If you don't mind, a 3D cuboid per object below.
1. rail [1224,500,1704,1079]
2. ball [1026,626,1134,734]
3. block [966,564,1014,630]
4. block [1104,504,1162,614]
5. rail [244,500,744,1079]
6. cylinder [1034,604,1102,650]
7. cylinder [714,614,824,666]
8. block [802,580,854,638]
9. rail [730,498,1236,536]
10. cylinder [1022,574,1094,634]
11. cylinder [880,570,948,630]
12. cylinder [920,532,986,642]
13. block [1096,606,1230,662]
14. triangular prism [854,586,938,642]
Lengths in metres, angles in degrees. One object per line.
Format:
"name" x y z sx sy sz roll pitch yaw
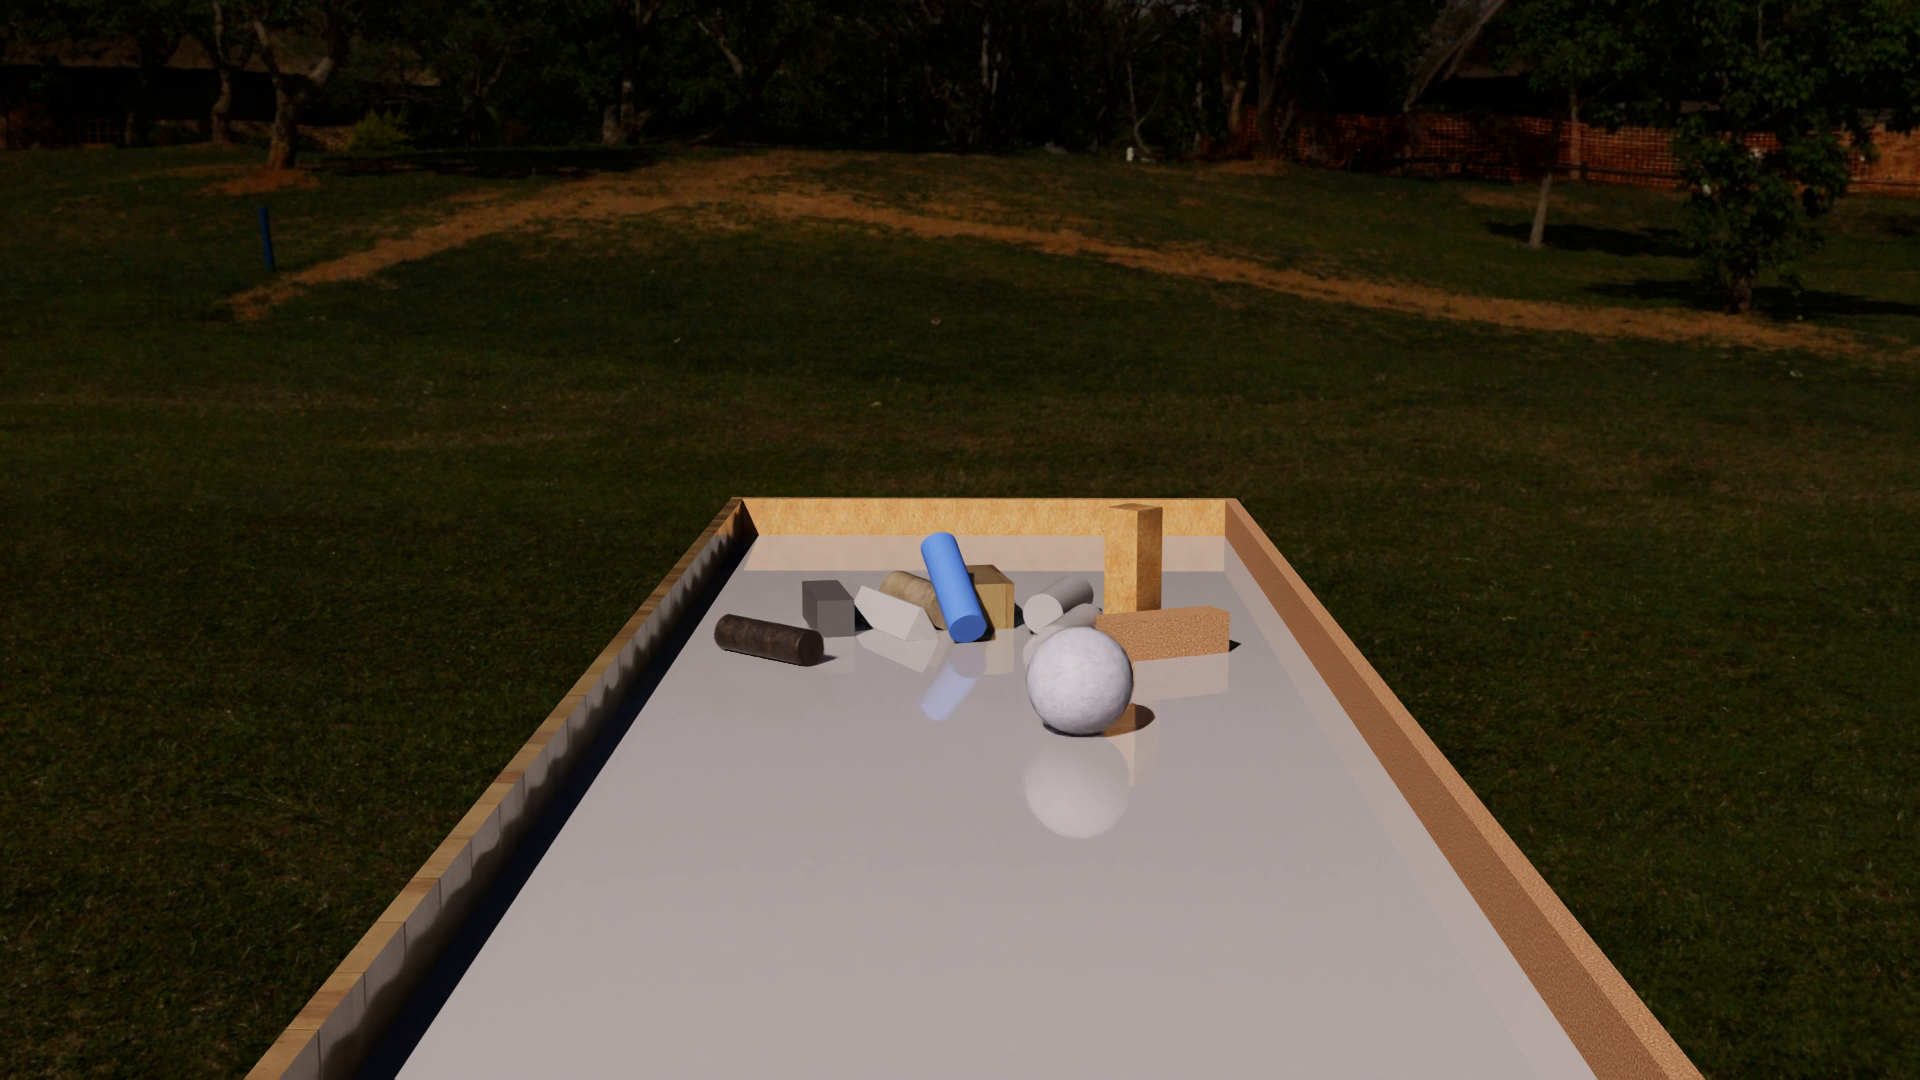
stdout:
"rail" 1.046 0.843 3.208 0.050 0.150 12.000 0 9 1
"ball" 0.315 0.369 5.778 0.283 0.283 0.283 0 9 0
"block" 0.070 0.189 7.341 0.150 0.150 0.374 -2 9 -10
"block" 0.543 0.113 6.897 0.128 0.438 0.128 8 12 42
"rail" -1.004 0.839 3.234 0.050 0.150 12.000 0 9 1
"cylinder" 0.341 0.290 6.785 0.125 0.125 0.375 3 9 18
"cylinder" -0.586 0.305 6.731 0.376 0.110 0.110 8 12 42
"block" -0.434 0.223 7.216 0.120 0.120 0.373 -2 9 -11
"rail" 0.099 -0.098 9.147 2.100 0.150 0.050 0 9 1
"cylinder" 0.326 0.212 7.239 0.136 0.136 0.375 3 9 18
"cylinder" -0.125 0.198 7.323 0.136 0.136 0.388 -4 10 -26
"cylinder" -0.022 0.150 7.059 0.121 0.121 0.398 -3 42 -16
"block" 0.625 0.289 6.778 0.398 0.127 0.127 -4 10 -24
"triangular prism" -0.223 0.234 7.186 0.119 0.103 0.452 -5 10 -27
